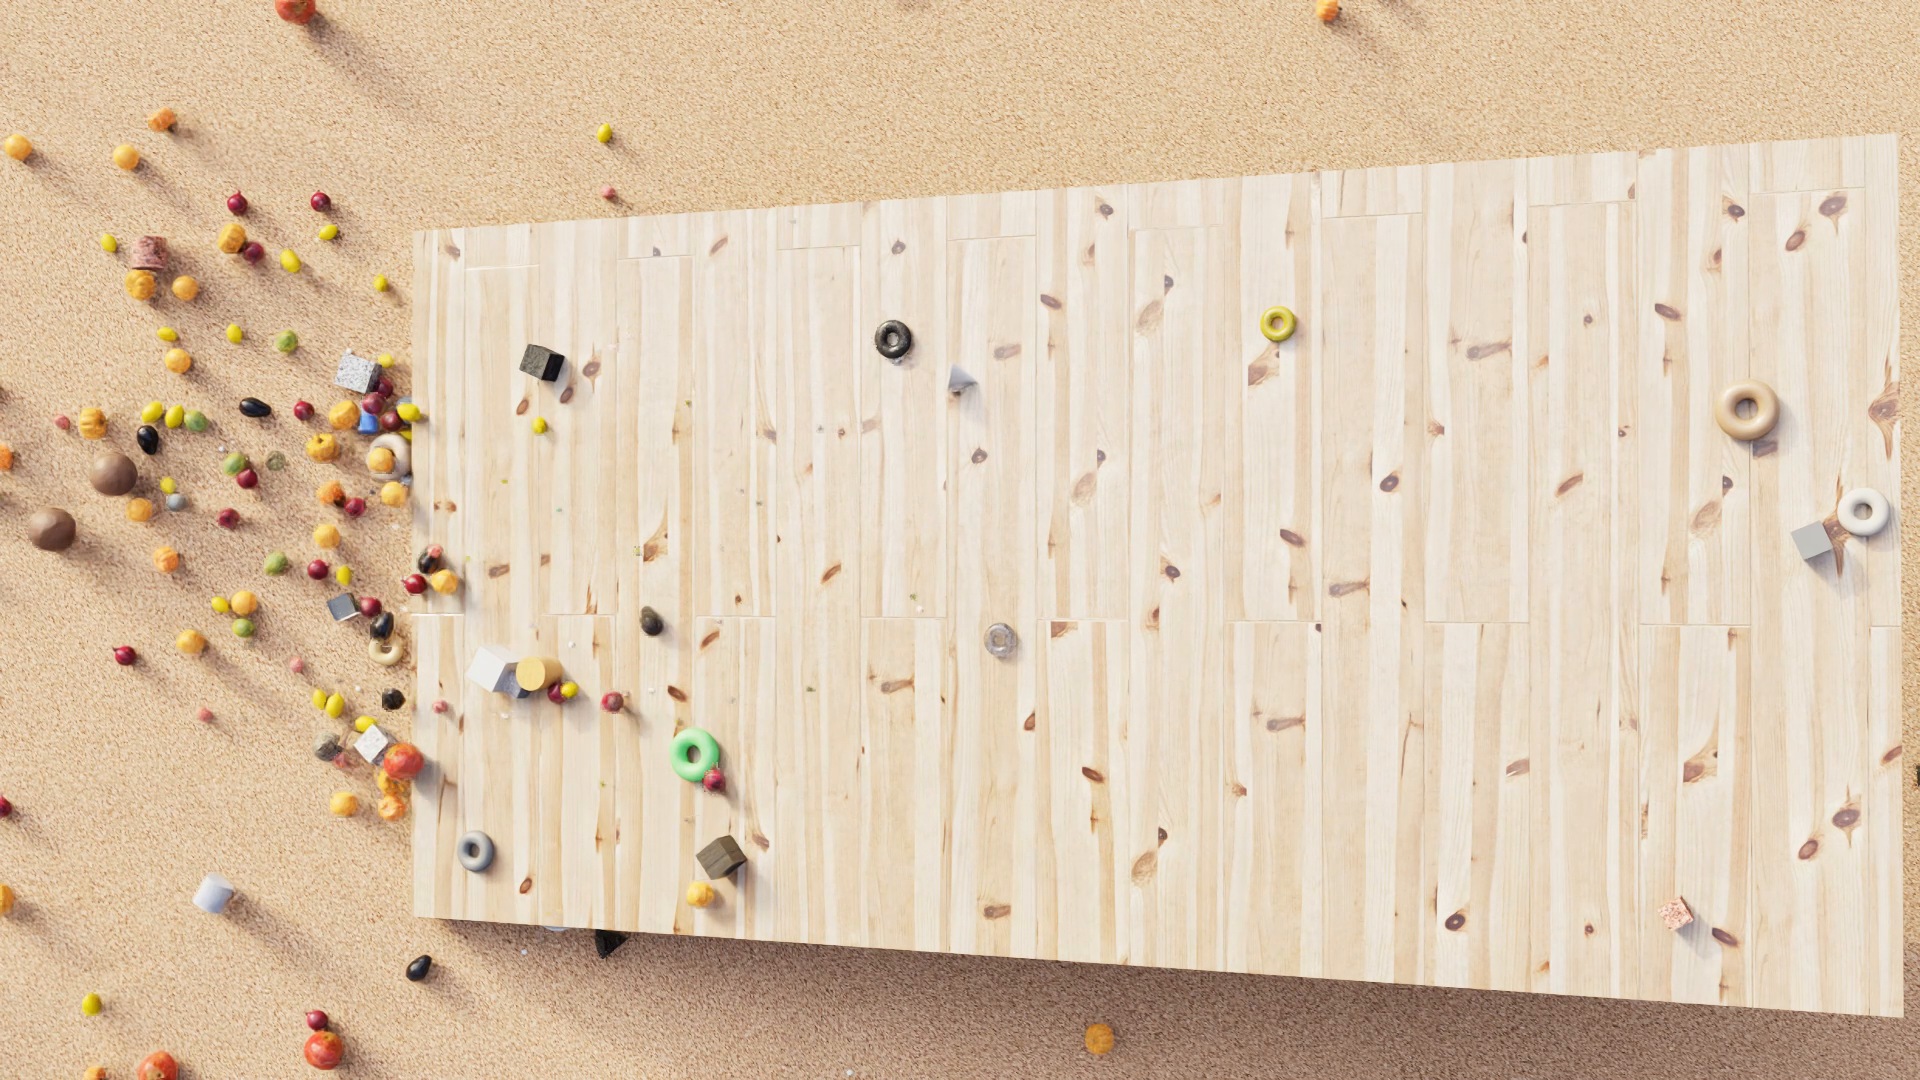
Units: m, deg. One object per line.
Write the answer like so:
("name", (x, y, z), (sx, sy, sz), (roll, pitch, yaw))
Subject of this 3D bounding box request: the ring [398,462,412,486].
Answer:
("ring", (-1.623, -0.207, 6.501), (0.093, 0.031, 0.093), (0, 84, 3))

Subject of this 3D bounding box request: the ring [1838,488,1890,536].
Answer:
("ring", (2.050, -0.064, 4.987), (0.112, 0.037, 0.112), (-1, 89, 22))

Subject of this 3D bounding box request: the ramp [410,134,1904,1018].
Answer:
("ramp", (0.282, 0.088, 5.744), (4.000, 0.100, 2.000), (0, 89, 21))

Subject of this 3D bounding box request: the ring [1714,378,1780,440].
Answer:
("ring", (1.817, -0.301, 5.075), (0.144, 0.048, 0.144), (0, 90, 21))

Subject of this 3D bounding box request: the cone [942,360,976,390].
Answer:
("cone", (0.010, -0.419, 5.783), (0.082, 0.082, 0.082), (24, 89, 19))

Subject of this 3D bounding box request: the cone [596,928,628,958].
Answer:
("cone", (-1.017, 1.181, 6.480), (0.091, 0.091, 0.091), (-6, 89, -27))

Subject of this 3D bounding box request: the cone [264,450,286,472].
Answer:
("cone", (-2.030, -0.235, 6.487), (0.063, 0.063, 0.063), (0, 89, 0))

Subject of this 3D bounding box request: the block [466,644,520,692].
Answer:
("block", (-1.322, 0.365, 6.257), (0.097, 0.097, 0.097), (31, 100, 19))

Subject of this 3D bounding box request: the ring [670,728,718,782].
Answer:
("ring", (-0.732, 0.591, 6.051), (0.149, 0.050, 0.149), (0, 90, 20))

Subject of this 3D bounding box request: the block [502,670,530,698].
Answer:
("block", (-1.255, 0.410, 6.251), (0.059, 0.059, 0.059), (31, 100, 19))

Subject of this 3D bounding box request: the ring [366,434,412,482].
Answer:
("ring", (-1.682, -0.243, 6.478), (0.148, 0.049, 0.148), (-3, 79, 18))

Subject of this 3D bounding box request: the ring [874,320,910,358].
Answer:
("ring", (-0.179, -0.535, 5.859), (0.105, 0.035, 0.105), (0, 90, 20))

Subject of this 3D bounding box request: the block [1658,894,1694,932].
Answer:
("block", (1.665, 0.868, 5.114), (0.057, 0.057, 0.057), (-33, 78, 18))

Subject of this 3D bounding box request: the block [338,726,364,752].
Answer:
("block", (-1.791, 0.586, 6.480), (0.055, 0.055, 0.055), (23, 89, 0))

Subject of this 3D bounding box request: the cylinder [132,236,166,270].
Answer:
("cylinder", (-2.390, -0.845, 6.481), (0.091, 0.091, 0.091), (1, 92, 0))

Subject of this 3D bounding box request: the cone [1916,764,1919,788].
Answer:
("cone", (2.839, 0.687, 6.492), (0.062, 0.062, 0.062), (-24, 63, 0))

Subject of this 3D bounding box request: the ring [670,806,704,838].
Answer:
("ring", (-0.752, 0.779, 6.069), (0.091, 0.030, 0.091), (0, 97, -1))

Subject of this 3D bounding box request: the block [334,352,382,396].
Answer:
("block", (-1.770, -0.487, 6.474), (0.096, 0.096, 0.096), (18, 89, 0))

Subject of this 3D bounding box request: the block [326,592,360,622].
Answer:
("block", (-1.817, 0.197, 6.481), (0.064, 0.064, 0.064), (-25, 89, 0))

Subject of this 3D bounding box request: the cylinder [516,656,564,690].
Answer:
("cylinder", (-1.186, 0.374, 6.205), (0.095, 0.095, 0.095), (0, 89, 21))

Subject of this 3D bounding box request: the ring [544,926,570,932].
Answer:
("ring", (-1.184, 1.082, 6.478), (0.142, 0.047, 0.142), (0, 88, 0))

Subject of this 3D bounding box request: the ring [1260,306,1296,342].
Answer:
("ring", (0.793, -0.539, 5.485), (0.091, 0.030, 0.091), (0, 90, 20))

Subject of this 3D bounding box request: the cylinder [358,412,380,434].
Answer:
("cylinder", (-1.745, -0.346, 6.490), (0.053, 0.053, 0.053), (8, 72, 0))

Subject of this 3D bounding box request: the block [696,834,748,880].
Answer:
("block", (-0.651, 0.866, 5.997), (0.084, 0.084, 0.084), (-39, 76, 16))

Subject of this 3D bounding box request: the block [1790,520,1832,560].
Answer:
("block", (1.941, 0.001, 5.011), (0.070, 0.070, 0.070), (-25, 80, 19))

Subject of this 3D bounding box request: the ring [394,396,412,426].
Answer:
("ring", (-1.629, -0.381, 6.505), (0.092, 0.031, 0.092), (0, 89, 1))

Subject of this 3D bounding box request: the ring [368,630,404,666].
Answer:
("ring", (-1.694, 0.319, 6.494), (0.103, 0.034, 0.103), (0, 88, -2))

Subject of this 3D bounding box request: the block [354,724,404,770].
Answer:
("block", (-1.704, 0.605, 6.451), (0.084, 0.084, 0.084), (-48, 63, -1))

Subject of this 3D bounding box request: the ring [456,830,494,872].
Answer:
("ring", (-1.390, 0.892, 6.308), (0.120, 0.040, 0.120), (0, 89, 23))

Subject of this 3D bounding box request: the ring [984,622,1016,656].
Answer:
("ring", (0.104, 0.260, 5.742), (0.090, 0.030, 0.090), (0, 90, 21))

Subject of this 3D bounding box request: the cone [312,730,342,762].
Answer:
("cone", (-1.871, 0.610, 6.462), (0.092, 0.092, 0.092), (0, 89, 0))

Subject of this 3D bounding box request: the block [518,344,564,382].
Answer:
("block", (-1.183, -0.502, 6.224), (0.079, 0.079, 0.079), (24, 98, 20))

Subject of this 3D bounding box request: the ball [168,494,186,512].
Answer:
("ball", (-2.310, -0.110, 6.489), (0.054, 0.054, 0.054), (0, 89, 0))
